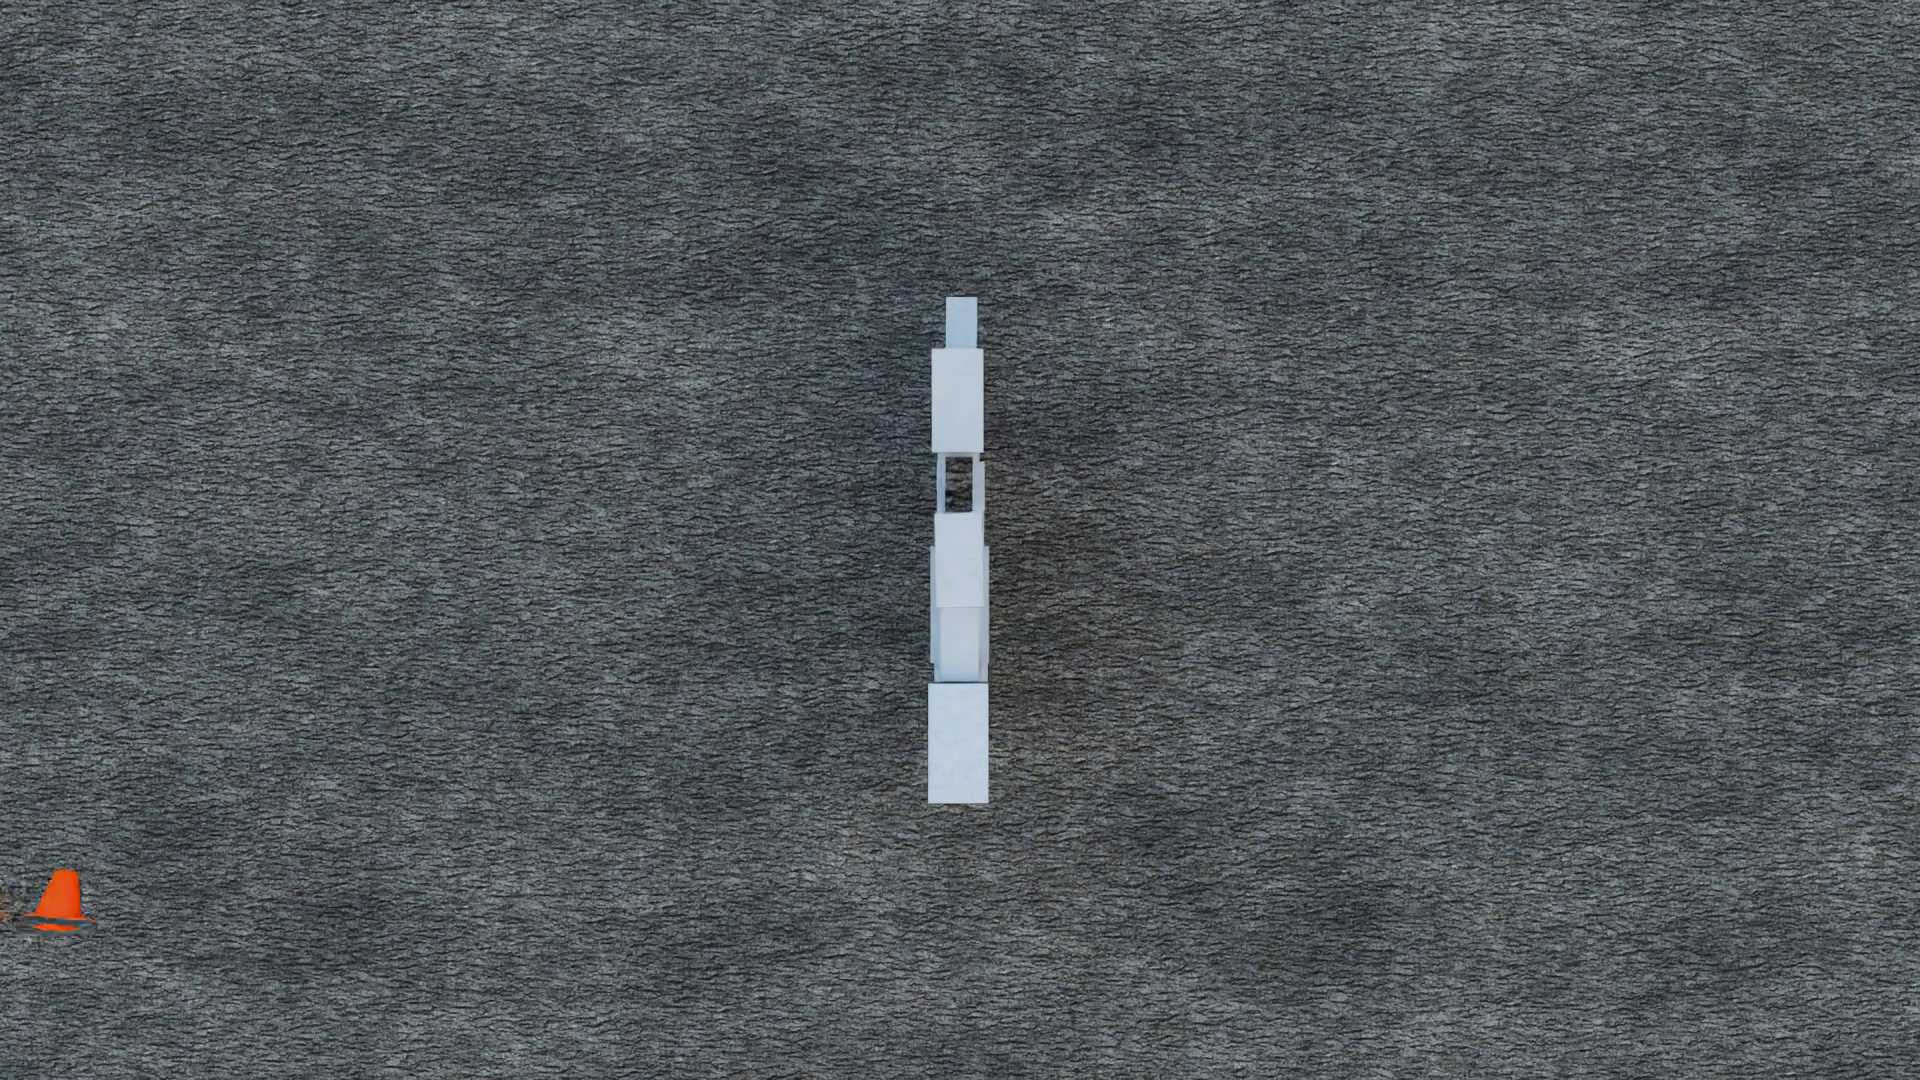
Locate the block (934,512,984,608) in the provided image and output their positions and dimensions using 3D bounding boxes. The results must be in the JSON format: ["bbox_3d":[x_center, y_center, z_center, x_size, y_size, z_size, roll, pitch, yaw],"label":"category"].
[{"bbox_3d":[-0.003,0.054,4.468,0.126,0.036,0.253,-1,91,0],"label":"block"}]

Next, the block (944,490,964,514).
[{"bbox_3d":[-0.007,-0.073,4.988,0.080,0.023,0.160,0,90,1],"label":"block"}]

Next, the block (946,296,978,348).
[{"bbox_3d":[0.004,-0.625,4.872,0.091,0.026,0.182,1,90,0],"label":"block"}]

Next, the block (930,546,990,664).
[{"bbox_3d":[0.000,0.186,4.764,0.168,0.048,0.336,0,90,0],"label":"block"}]

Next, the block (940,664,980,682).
[{"bbox_3d":[-0.002,0.477,4.871,0.118,0.033,0.236,0,90,0],"label":"block"}]

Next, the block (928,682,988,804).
[{"bbox_3d":[-0.004,0.553,4.507,0.162,0.046,0.325,0,90,0],"label":"block"}]

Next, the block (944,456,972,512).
[{"bbox_3d":[-0.003,-0.158,4.710,0.078,0.022,0.157,1,89,0],"label":"block"}]

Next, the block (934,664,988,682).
[{"bbox_3d":[0.004,0.397,5.147,0.165,0.047,0.329,0,90,0],"label":"block"}]

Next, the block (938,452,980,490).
[{"bbox_3d":[-0.004,-0.275,4.898,0.123,0.035,0.246,1,90,0],"label":"block"}]

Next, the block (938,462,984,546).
[{"bbox_3d":[0.003,-0.098,5.182,0.149,0.042,0.297,0,90,0],"label":"block"}]

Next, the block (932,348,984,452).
[{"bbox_3d":[-0.006,-0.385,4.575,0.143,0.040,0.285,0,90,0],"label":"block"}]

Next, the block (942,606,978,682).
[{"bbox_3d":[0.000,0.284,4.522,0.102,0.029,0.204,0,90,0],"label":"block"}]
